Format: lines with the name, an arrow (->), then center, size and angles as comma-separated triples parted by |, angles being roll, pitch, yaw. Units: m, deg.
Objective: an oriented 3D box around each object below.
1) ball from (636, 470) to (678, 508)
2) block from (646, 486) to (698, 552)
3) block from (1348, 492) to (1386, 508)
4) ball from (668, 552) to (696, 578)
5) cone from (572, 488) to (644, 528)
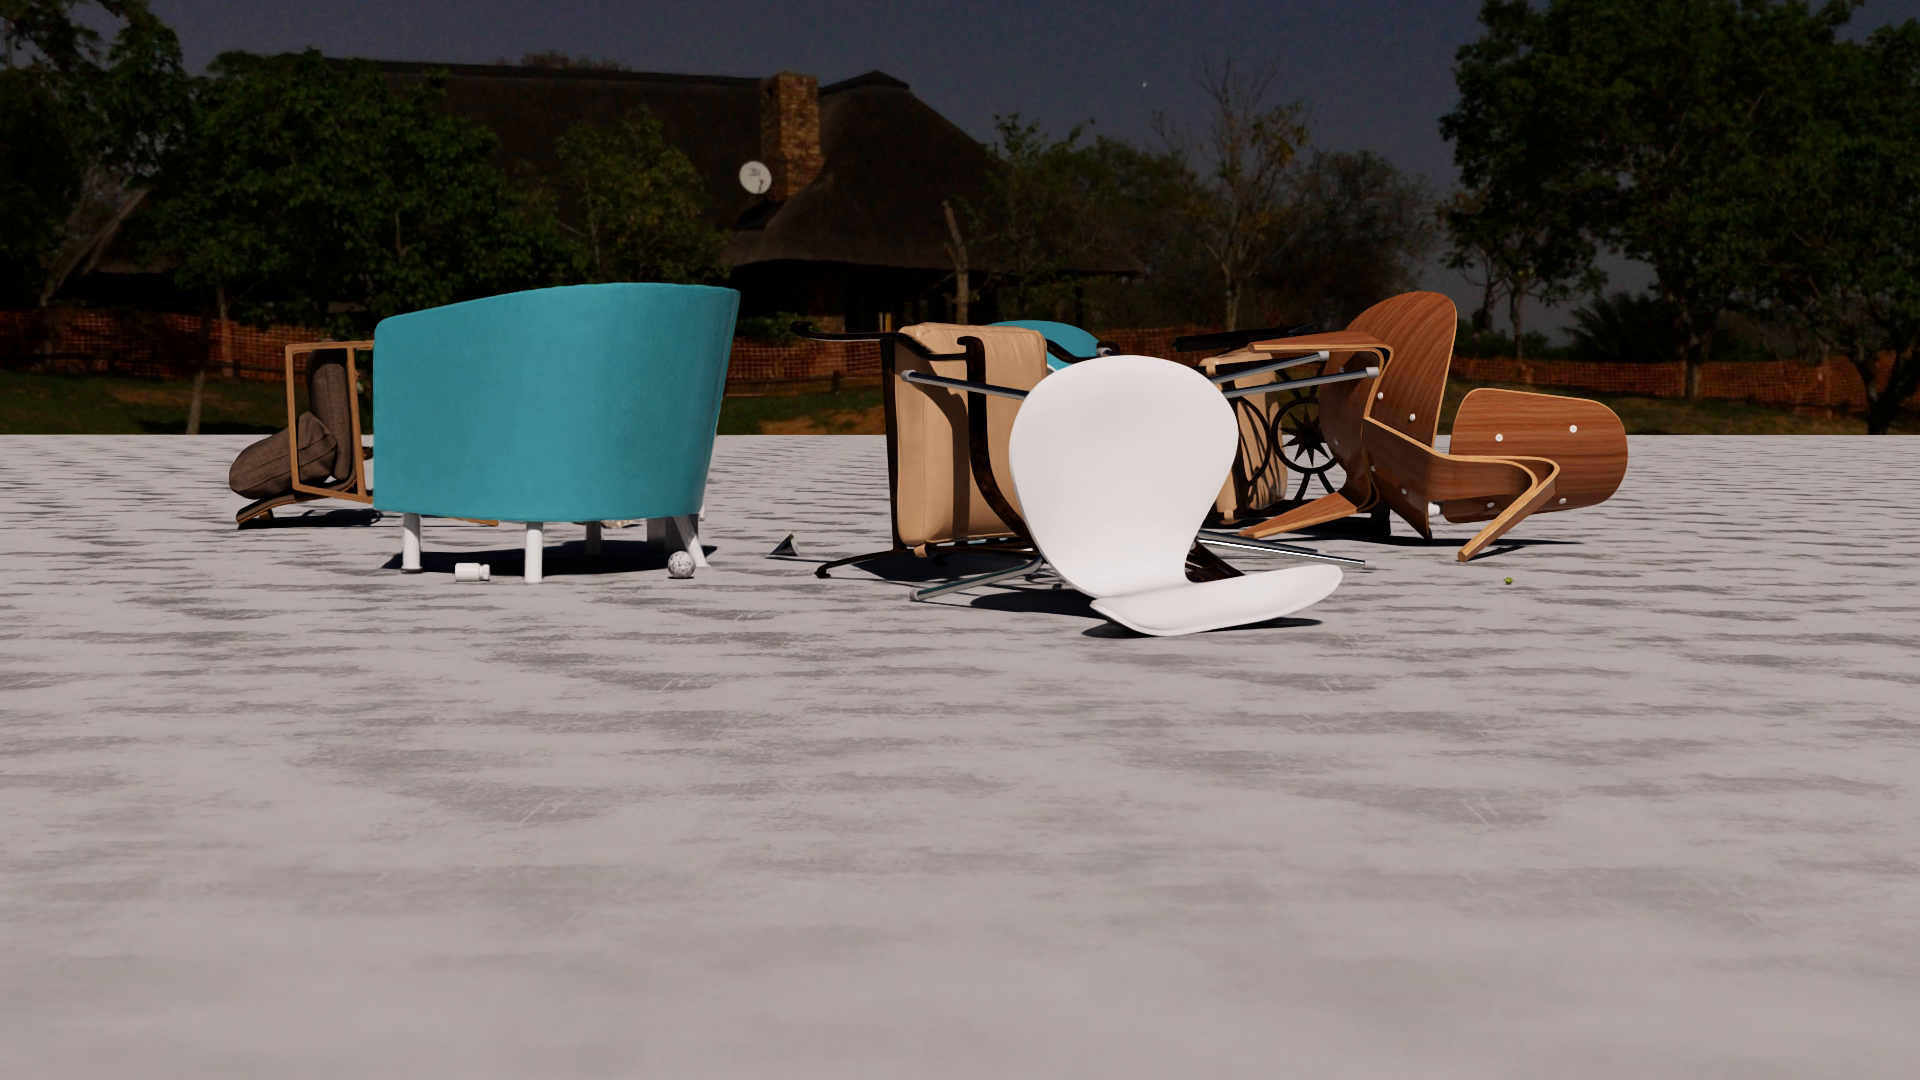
ball -> -1.109, -0.181, 8.047 | 0.155, 0.155, 0.155 | 0, 4, 0
block -> -0.806, -0.061, 6.159 | 0.093, 0.175, 0.187 | -2, 4, -24
block -> 1.558, -0.154, 8.427 | 0.099, 0.050, 0.121 | 3, 5, 37
ball -> -0.659, 0.059, 5.203 | 0.066, 0.066, 0.066 | 0, 4, 0
cone -> -1.198, -0.079, 7.238 | 0.295, 0.118, 0.195 | -14, 12, 46
